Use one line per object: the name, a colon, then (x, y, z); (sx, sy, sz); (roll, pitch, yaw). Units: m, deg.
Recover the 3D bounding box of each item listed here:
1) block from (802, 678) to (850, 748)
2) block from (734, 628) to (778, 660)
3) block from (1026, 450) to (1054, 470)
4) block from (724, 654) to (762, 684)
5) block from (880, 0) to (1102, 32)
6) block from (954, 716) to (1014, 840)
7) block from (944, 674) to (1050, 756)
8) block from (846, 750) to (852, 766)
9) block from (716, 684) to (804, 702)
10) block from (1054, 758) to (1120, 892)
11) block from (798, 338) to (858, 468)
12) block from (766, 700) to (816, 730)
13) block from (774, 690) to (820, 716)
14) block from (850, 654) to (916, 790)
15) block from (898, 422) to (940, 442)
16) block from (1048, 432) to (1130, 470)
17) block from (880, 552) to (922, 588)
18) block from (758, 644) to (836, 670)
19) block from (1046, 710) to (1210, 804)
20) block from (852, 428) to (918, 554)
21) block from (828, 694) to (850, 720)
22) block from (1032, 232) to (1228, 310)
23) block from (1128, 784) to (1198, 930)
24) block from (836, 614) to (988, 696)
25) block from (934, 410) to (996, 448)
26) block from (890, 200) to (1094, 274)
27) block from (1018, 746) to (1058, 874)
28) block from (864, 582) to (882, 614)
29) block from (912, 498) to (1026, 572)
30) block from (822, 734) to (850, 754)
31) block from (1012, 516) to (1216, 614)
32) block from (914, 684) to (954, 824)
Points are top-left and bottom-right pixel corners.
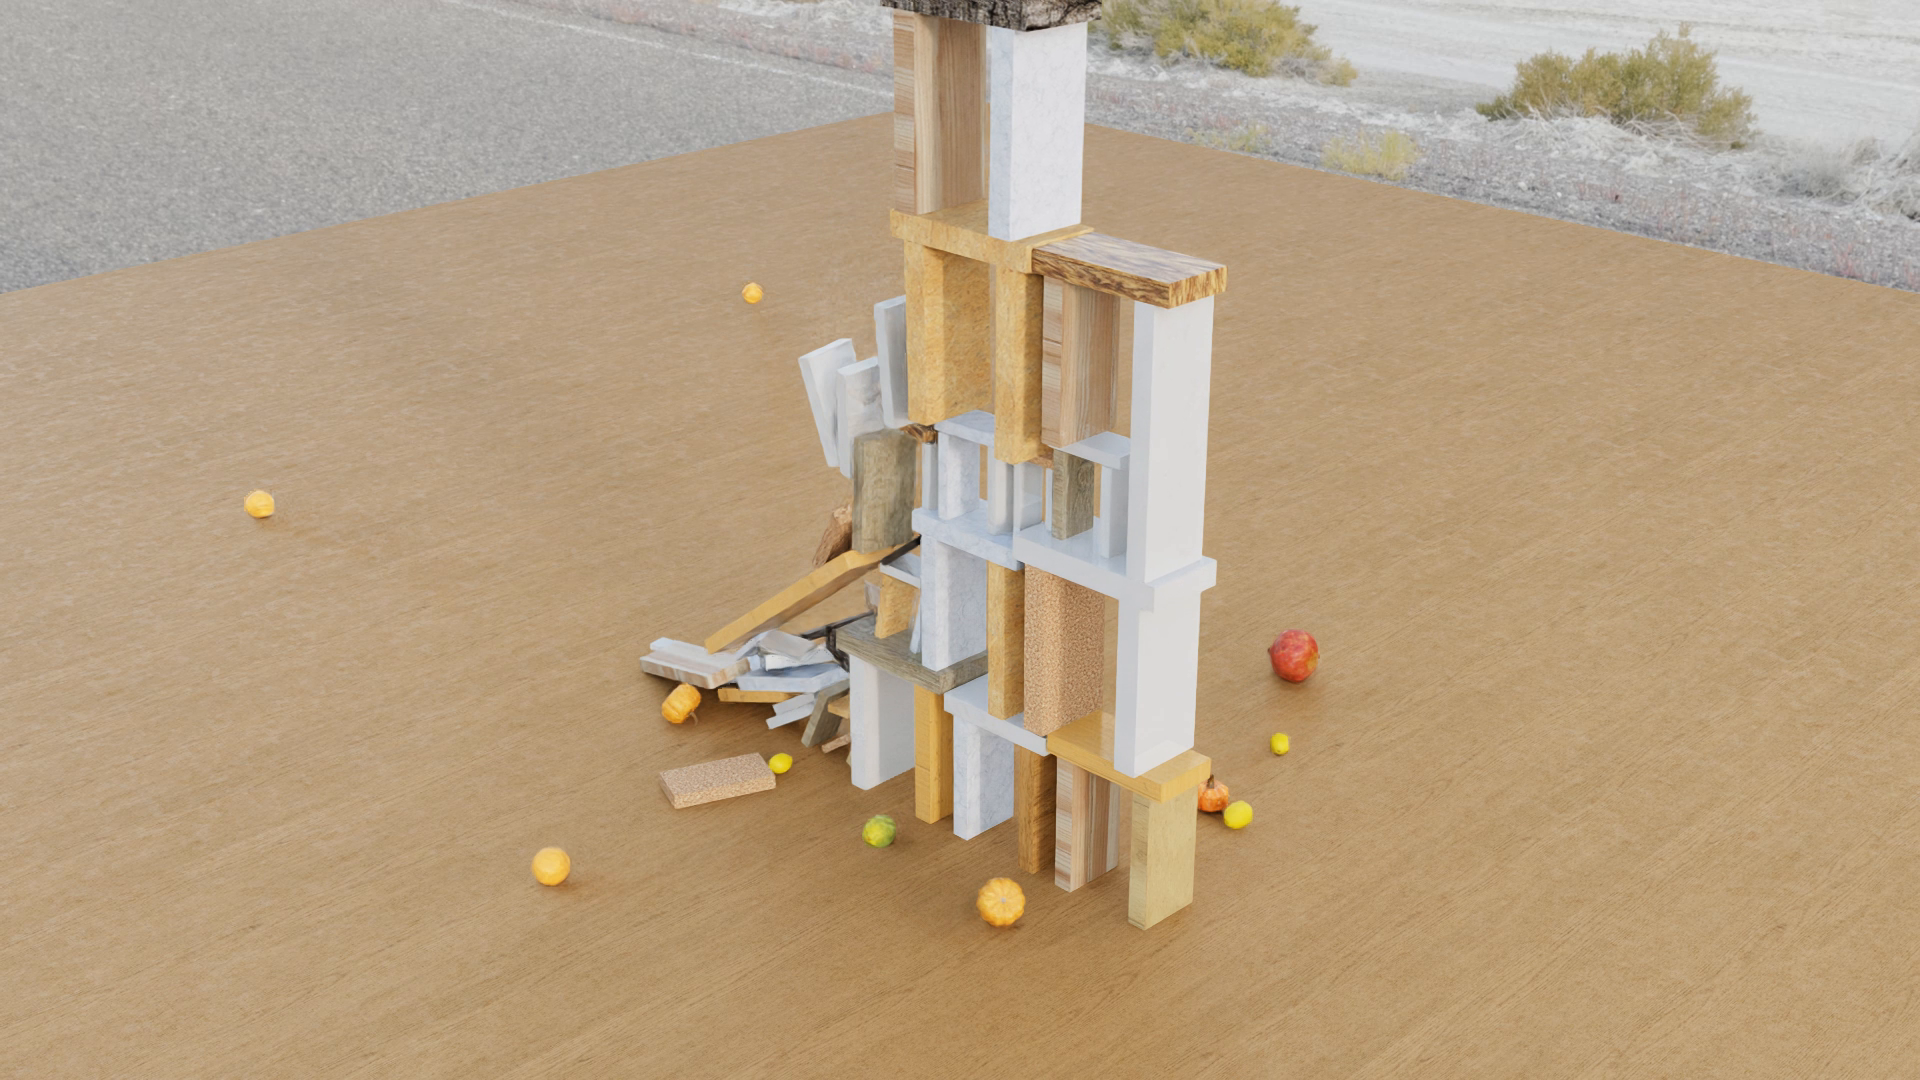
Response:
block: (-0.281, 0.369, 4.690); (0.081, 0.162, 0.023); (-21, 56, -41)
block: (-0.444, 0.229, 4.802); (0.055, 0.016, 0.110); (-15, -16, -40)
block: (0.154, -0.155, 4.000); (0.120, 0.017, 0.060); (21, 30, 40)
block: (-0.498, 0.289, 4.957); (0.219, 0.031, 0.109); (-4, 16, 39)
block: (0.050, -0.931, 3.773); (0.180, 0.051, 0.360); (-20, 30, -40)
block: (0.048, 0.449, 4.362); (0.038, 0.266, 0.133); (21, 31, 40)
block: (0.110, 0.334, 4.244); (0.266, 0.038, 0.133); (21, 31, 41)
block: (-0.195, 0.422, 4.618); (0.061, 0.122, 0.017); (-22, 58, -41)
block: (-0.426, 0.326, 4.858); (0.109, 0.031, 0.219); (-19, 11, -42)
block: (0.244, 0.518, 4.184); (0.039, 0.278, 0.139); (21, 31, 41)
block: (-0.237, -0.270, 4.332); (0.113, 0.227, 0.032); (-29, 23, -37)
block: (-0.341, 0.370, 4.754); (0.081, 0.023, 0.162); (-21, -1, -41)
block: (-0.327, 0.340, 4.746); (0.081, 0.023, 0.162); (-20, -3, -39)
block: (-0.157, 0.353, 4.544); (0.042, 0.300, 0.150); (21, 31, 40)
block: (-0.066, -0.218, 4.198); (0.069, 0.020, 0.138); (-17, 21, -20)
block: (0.248, -0.166, 3.892); (0.085, 0.024, 0.169); (-21, 31, -41)
block: (-0.082, 0.063, 4.333); (0.147, 0.021, 0.073); (22, 31, 40)
block: (-0.325, 0.251, 4.812); (0.216, 0.031, 0.108); (-7, 3, -13)
block: (0.310, 0.397, 4.062); (0.139, 0.039, 0.278); (-21, 31, -41)
block: (-0.148, -0.099, 4.317); (0.122, 0.244, 0.035); (-15, 33, -30)
block: (-0.214, 0.357, 4.610); (0.121, 0.017, 0.061); (15, 27, 43)
block: (0.285, -0.458, 3.714); (0.152, 0.043, 0.304); (-21, 31, -41)
block: (0.376, 0.569, 4.064); (0.039, 0.278, 0.139); (21, 31, 41)
block: (-0.092, 0.221, 4.418); (0.300, 0.042, 0.150); (21, 31, 41)
block: (0.043, -0.209, 4.084); (0.172, 0.024, 0.086); (19, 30, 41)
block: (0.055, -0.550, 3.925); (0.171, 0.048, 0.342); (-21, 31, -40)
block: (0.173, 0.498, 4.246); (0.038, 0.266, 0.133); (21, 31, 41)
block: (-0.171, 0.124, 4.539); (0.050, 0.014, 0.101); (28, 19, -18)
block: (0.055, -0.018, 4.163); (0.139, 0.040, 0.279); (-21, 31, -40)
block: (-0.236, 0.420, 4.663); (0.061, 0.017, 0.122); (-22, -4, -42)
block: (0.275, 0.035, 3.943); (0.168, 0.048, 0.337); (-21, 31, -41)
block: (-0.022, 0.406, 4.420); (0.042, 0.300, 0.150); (21, 31, 41)
